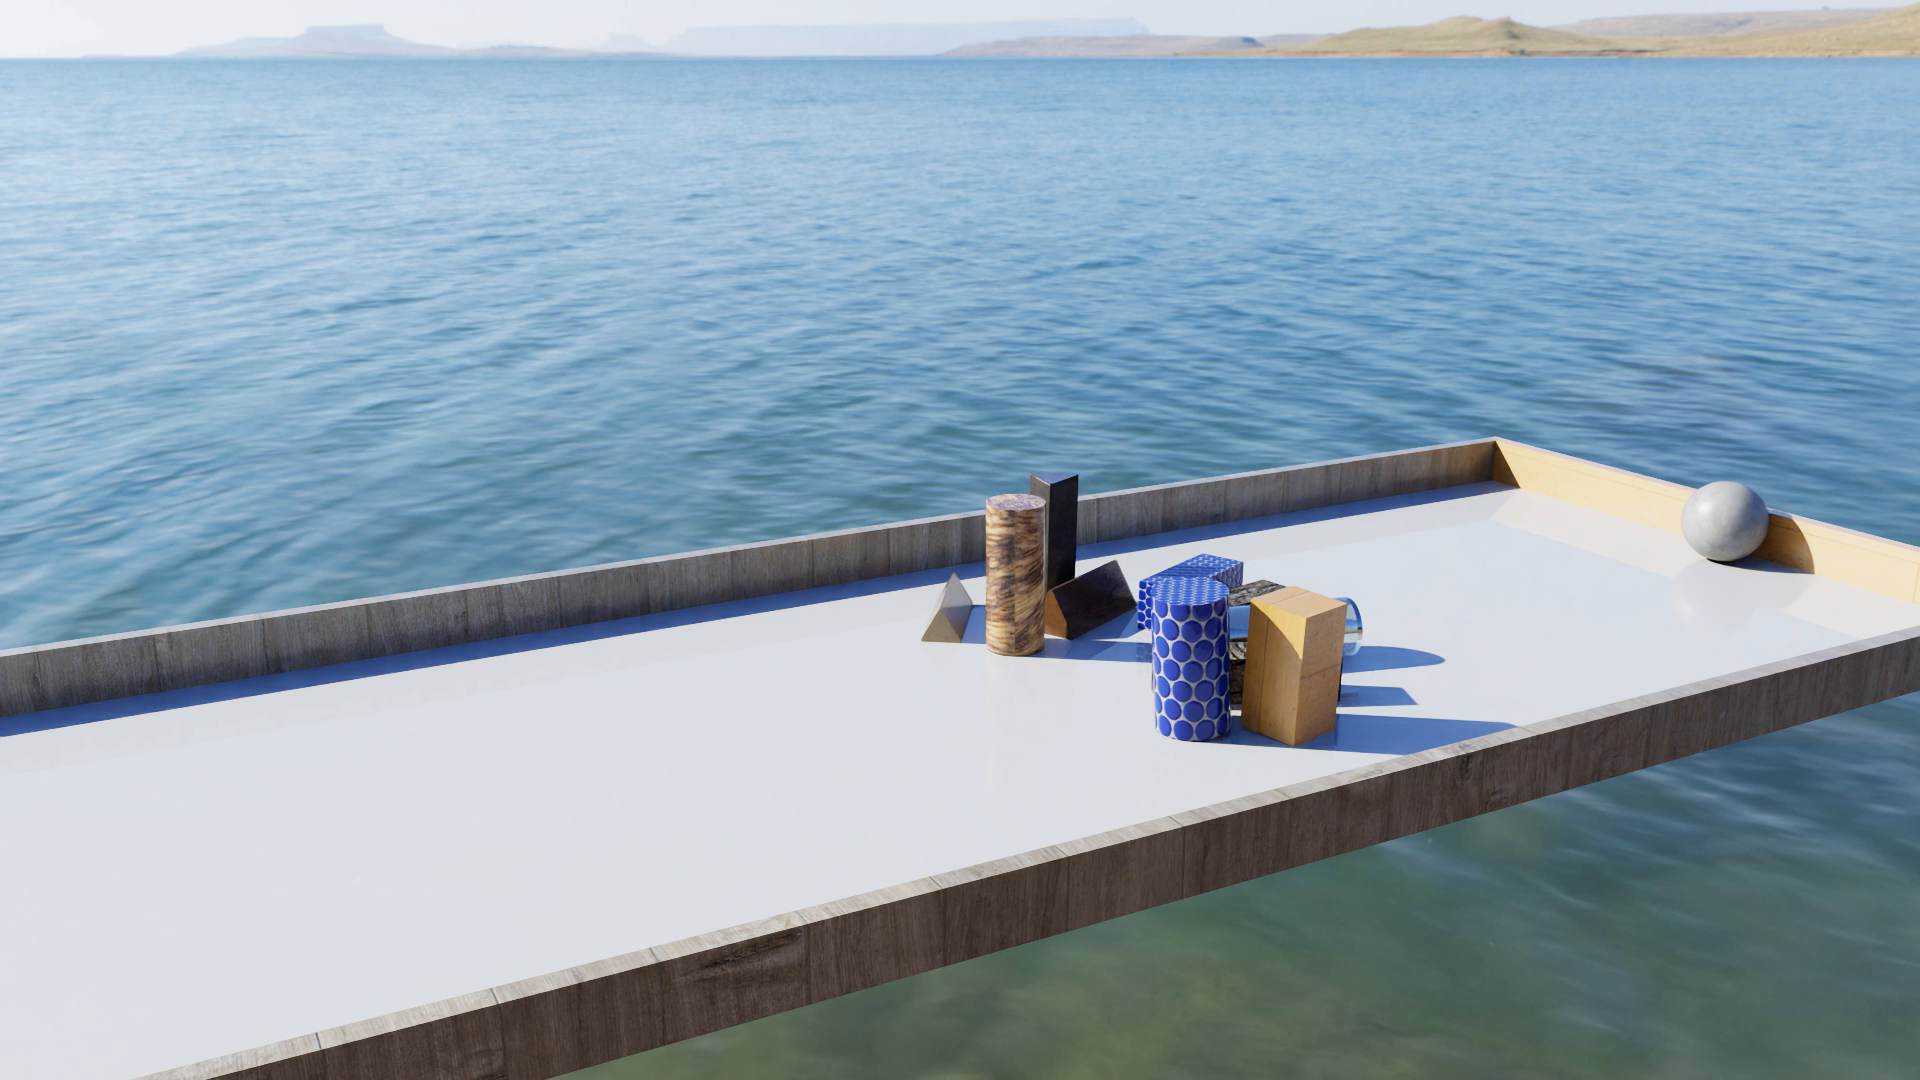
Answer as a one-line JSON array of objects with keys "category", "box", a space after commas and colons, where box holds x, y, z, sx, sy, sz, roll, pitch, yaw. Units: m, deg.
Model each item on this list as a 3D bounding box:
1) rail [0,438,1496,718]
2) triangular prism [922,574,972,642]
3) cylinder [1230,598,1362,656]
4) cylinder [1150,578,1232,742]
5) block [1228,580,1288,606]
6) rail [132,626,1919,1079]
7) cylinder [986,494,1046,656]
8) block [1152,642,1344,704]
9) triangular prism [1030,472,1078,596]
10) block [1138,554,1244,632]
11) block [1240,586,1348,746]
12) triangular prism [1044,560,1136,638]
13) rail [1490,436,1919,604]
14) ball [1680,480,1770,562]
[{"category": "rail", "box": [-3.305, 0.497, 3.399, 12.000, 0.150, 0.050, -9, 18, -27]}, {"category": "triangular prism", "box": [-0.034, 0.182, 4.564, 0.105, 0.091, 0.328, 1, 16, 6]}, {"category": "cylinder", "box": [0.835, 0.238, 4.272, 0.376, 0.154, 0.154, -4, 17, -13]}, {"category": "cylinder", "box": [0.533, 0.274, 3.806, 0.178, 0.334, 0.178, -4, 19, 1]}, {"category": "block", "box": [0.729, 0.208, 4.445, 0.377, 0.113, 0.113, -12, 20, -36]}, {"category": "rail", "box": [-2.336, 1.006, 1.665, 12.000, 0.150, 0.050, -9, 18, -27]}, {"category": "cylinder", "box": [0.146, 0.092, 4.330, 0.156, 0.400, 0.156, 0, 17, 0]}, {"category": "block", "box": [0.700, 0.326, 4.039, 0.443, 0.117, 0.117, -1, 16, -4]}, {"category": "triangular prism", "box": [0.242, 0.007, 4.635, 0.115, 0.390, 0.133, 13, 21, 35]}, {"category": "block", "box": [0.646, 0.152, 4.599, 0.135, 0.135, 0.335, 13, 21, 37]}, {"category": "block", "box": [0.769, 0.288, 3.807, 0.155, 0.313, 0.155, -14, 24, -40]}, {"category": "triangular prism", "box": [0.345, 0.155, 4.591, 0.145, 0.126, 0.341, 11, 20, 34]}, {"category": "rail", "box": [2.466, -0.048, 5.253, 0.050, 0.150, 2.100, -9, 18, -27]}, {"category": "ball", "box": [2.369, -0.058, 5.110, 0.250, 0.250, 0.250, 0, 16, 0]}]
